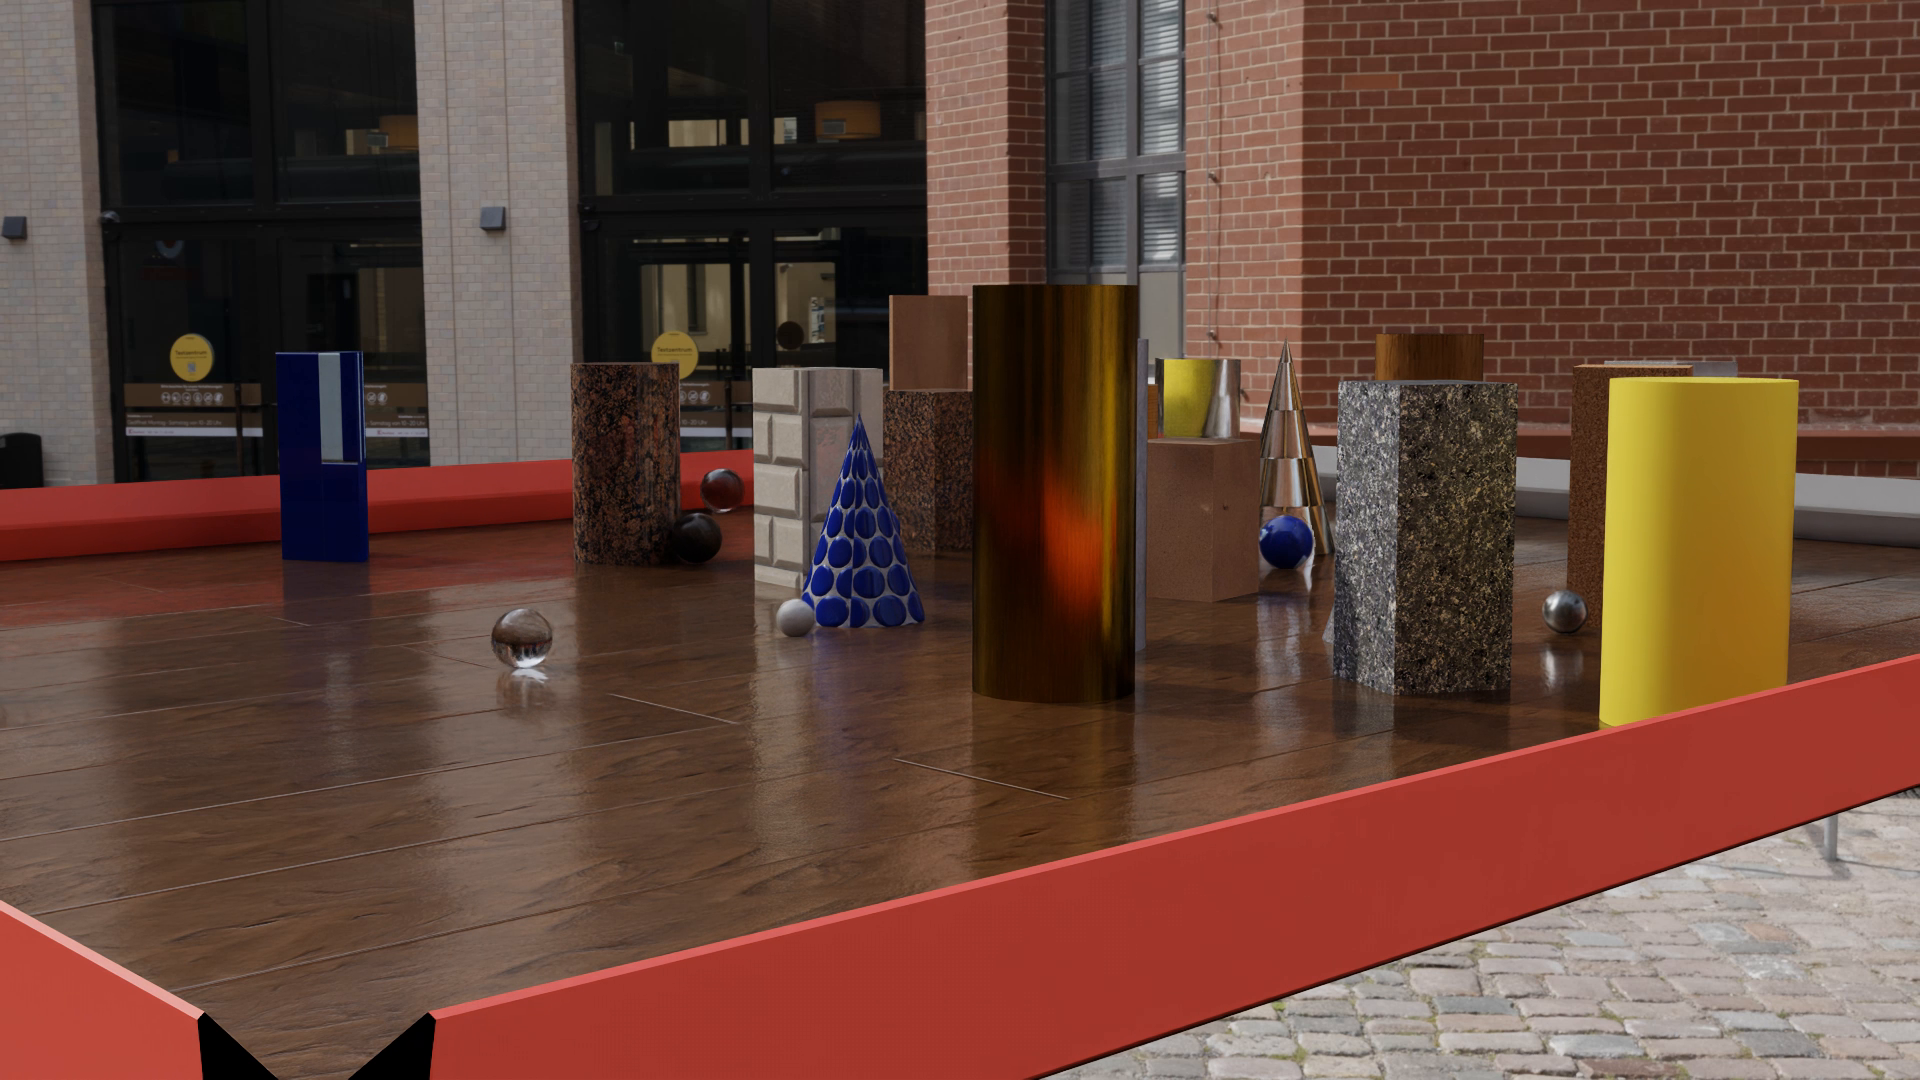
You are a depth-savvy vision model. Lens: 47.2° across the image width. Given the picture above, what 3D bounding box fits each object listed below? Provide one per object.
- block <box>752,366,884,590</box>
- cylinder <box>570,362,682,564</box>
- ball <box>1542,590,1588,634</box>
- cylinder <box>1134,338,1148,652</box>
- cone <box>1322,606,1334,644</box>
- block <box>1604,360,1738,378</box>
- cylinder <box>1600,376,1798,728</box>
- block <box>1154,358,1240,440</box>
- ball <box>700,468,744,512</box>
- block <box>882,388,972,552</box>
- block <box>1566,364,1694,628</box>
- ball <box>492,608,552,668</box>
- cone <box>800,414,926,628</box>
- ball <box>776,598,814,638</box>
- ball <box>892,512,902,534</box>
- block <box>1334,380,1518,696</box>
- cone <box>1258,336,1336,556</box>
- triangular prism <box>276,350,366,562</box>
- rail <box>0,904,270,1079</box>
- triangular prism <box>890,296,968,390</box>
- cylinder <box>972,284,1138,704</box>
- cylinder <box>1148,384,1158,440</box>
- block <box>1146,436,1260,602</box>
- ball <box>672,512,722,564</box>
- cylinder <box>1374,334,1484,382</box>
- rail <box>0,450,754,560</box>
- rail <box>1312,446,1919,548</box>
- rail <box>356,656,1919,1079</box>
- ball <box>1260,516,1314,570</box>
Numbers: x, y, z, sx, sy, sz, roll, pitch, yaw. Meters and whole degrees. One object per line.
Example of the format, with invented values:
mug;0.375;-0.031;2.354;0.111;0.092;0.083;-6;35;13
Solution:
block;-0.231;-0.105;3.581;0.153;0.347;0.153;-4;7;-35
cylinder;-0.592;-0.139;3.906;0.191;0.347;0.191;0;6;0
ball;0.831;0.098;3.018;0.061;0.061;0.061;0;6;0
cylinder;0.151;-0.062;2.896;0.191;0.404;0.191;0;6;0
cone;0.585;-0.017;2.950;0.191;0.304;0.191;0;6;0
block;1.205;-0.126;3.746;0.153;0.355;0.153;-4;7;-32
cylinder;0.791;0.013;2.358;0.191;0.369;0.191;0;6;0
block;0.480;-0.196;4.465;0.153;0.343;0.153;0;6;-2
ball;-0.522;-0.109;4.816;0.096;0.096;0.096;0;6;0
block;-0.041;-0.136;4.138;0.153;0.292;0.153;-5;8;-42
block;0.952;-0.065;3.125;0.153;0.363;0.153;2;6;20
ball;-0.543;0.122;2.728;0.075;0.075;0.075;0;6;0
cone;-0.144;-0.035;3.157;0.191;0.297;0.191;0;6;0
ball;-0.223;0.106;2.985;0.052;0.052;0.052;0;6;0
ball;-0.149;-0.017;4.003;0.084;0.084;0.084;0;6;0
block;0.551;-0.008;2.615;0.153;0.358;0.153;-2;6;-17
cone;0.598;-0.179;4.048;0.191;0.397;0.191;0;6;0
triangular prism;-1.109;-0.154;3.944;0.166;0.368;0.143;2;6;17
rail;-1.336;0.161;2.107;0.045;0.124;3.114;-6;8;-42
triangular prism;-0.087;-0.264;4.504;0.166;0.470;0.143;-2;6;-21
cylinder;0.110;-0.059;2.559;0.191;0.471;0.191;0;6;0
cylinder;0.251;-0.117;3.858;0.191;0.312;0.191;0;6;0
block;0.364;-0.036;3.437;0.153;0.239;0.153;4;7;35
ball;-0.460;-0.003;3.852;0.088;0.088;0.088;0;6;0
cylinder;0.845;-0.172;3.976;0.191;0.399;0.191;0;6;0
rail;-1.040;-0.086;4.453;3.682;0.124;0.045;-6;8;-42
rail;1.336;-0.097;4.558;0.045;0.124;3.114;-6;8;-42
rail;1.040;0.150;2.211;3.682;0.124;0.045;-6;8;-42
ball;0.558;0.004;3.766;0.092;0.092;0.092;0;6;0
